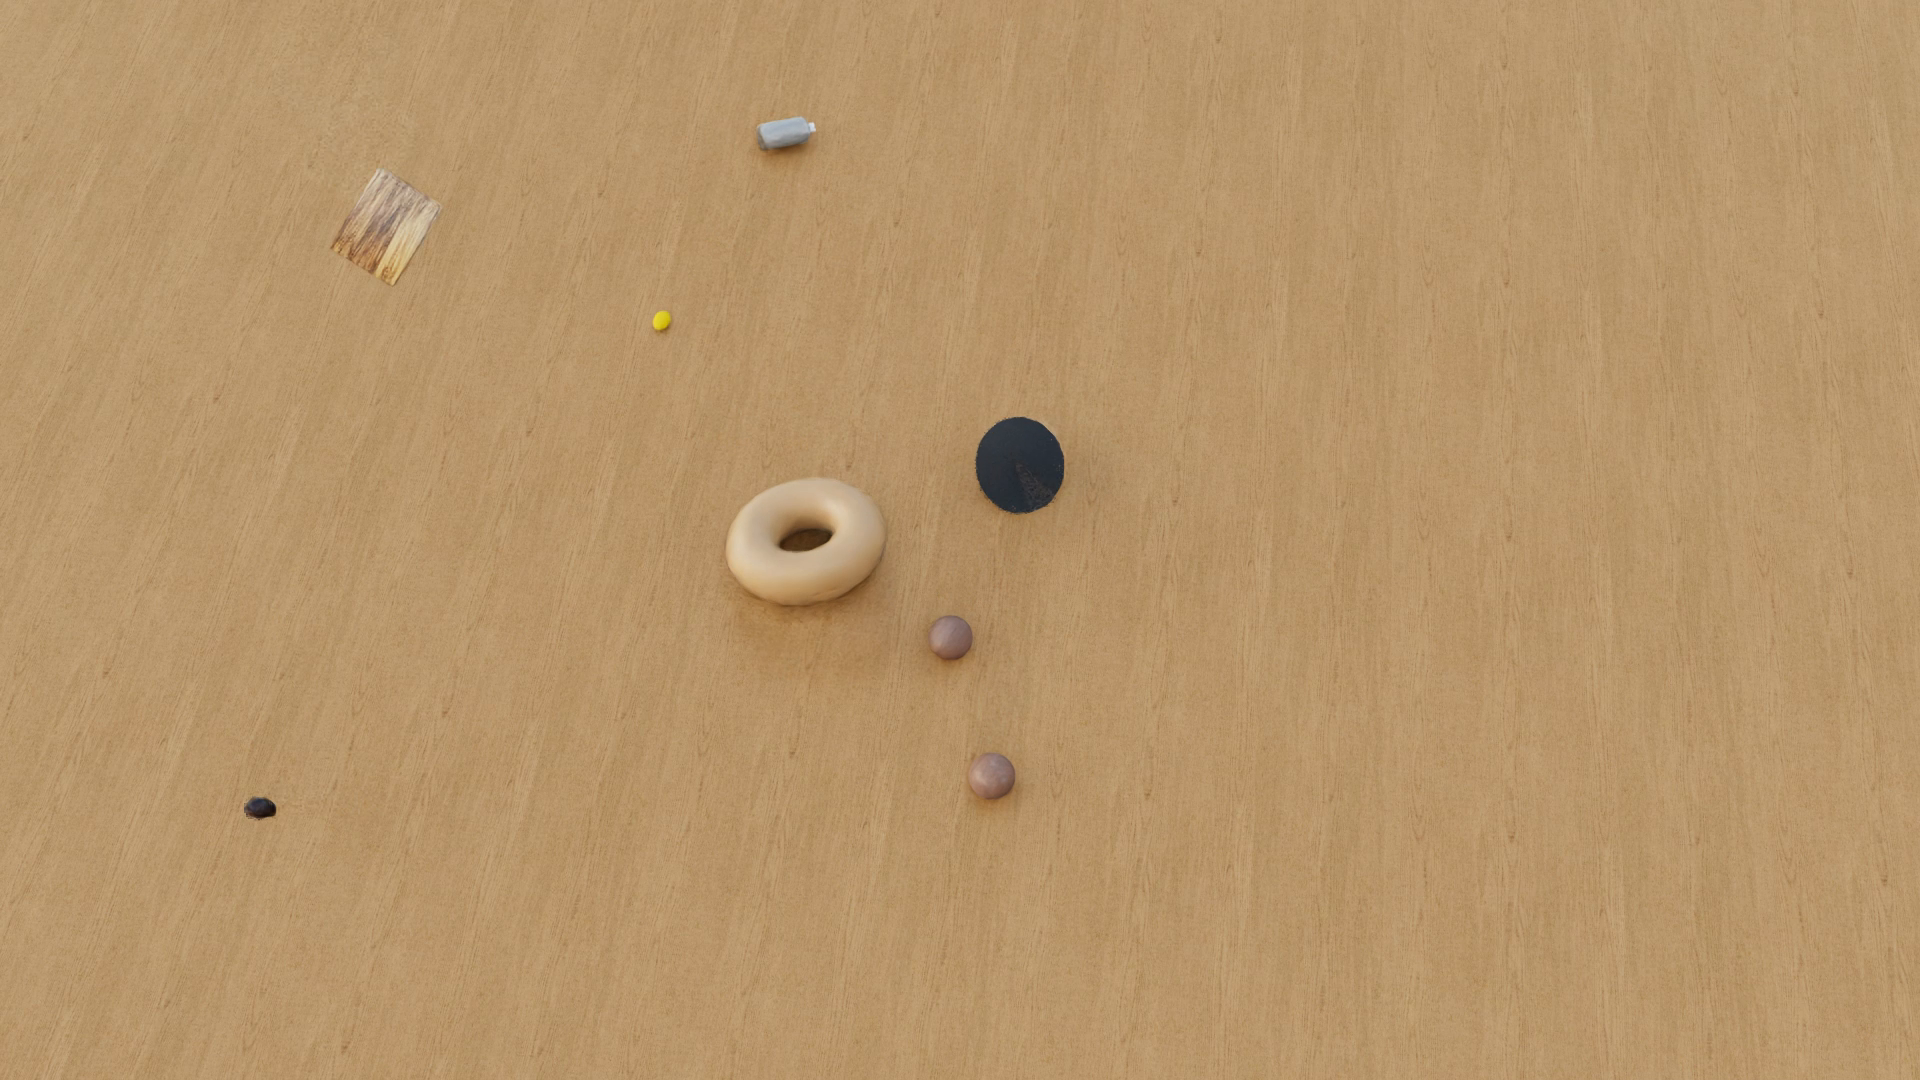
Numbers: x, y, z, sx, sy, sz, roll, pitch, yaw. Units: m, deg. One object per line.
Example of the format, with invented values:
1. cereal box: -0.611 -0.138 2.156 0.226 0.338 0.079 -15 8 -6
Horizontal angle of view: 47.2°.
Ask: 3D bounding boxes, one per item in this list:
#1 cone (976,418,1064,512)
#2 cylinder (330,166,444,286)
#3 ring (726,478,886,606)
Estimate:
1. cone: 0.155 -0.265 6.674 0.267 0.312 0.234 -25 25 -2
2. cylinder: -1.736 -0.948 6.658 0.217 0.324 0.233 32 37 -16
3. ring: -0.453 0.002 6.455 0.474 0.177 0.414 -16 52 -8
